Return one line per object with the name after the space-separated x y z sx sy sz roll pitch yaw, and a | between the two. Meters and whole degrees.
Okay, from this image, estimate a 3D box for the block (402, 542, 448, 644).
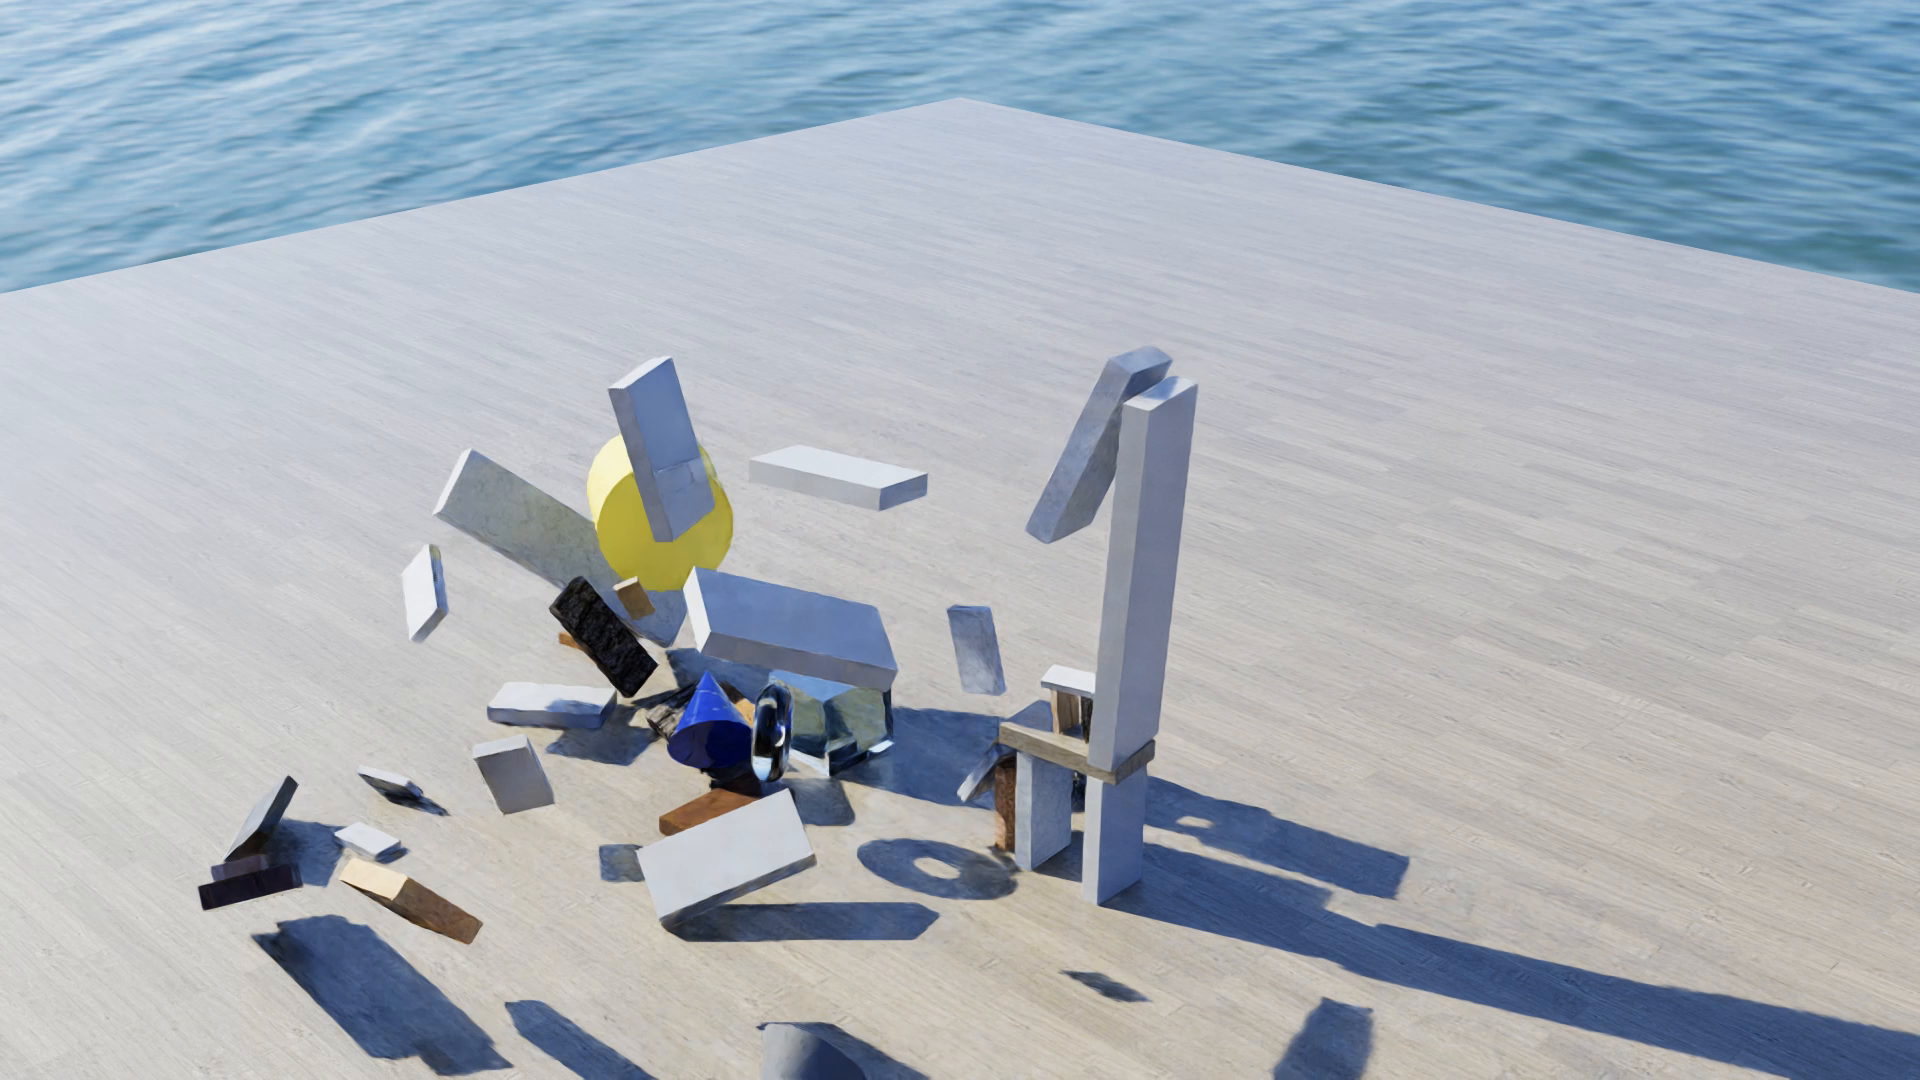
-1.167 0.115 4.794 0.030 0.105 0.211 26 29 -37 | block

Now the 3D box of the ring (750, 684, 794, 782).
-0.368 0.377 4.307 0.065 0.195 0.195 5 23 2 | ring

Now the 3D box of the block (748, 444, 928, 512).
-0.248 -0.128 4.456 0.329 0.047 0.165 13 19 31 | block

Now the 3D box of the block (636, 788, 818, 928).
-0.436 0.593 4.109 0.307 0.043 0.153 -22 54 -5 | block

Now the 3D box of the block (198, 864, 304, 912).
-1.262 0.619 3.923 0.153 0.043 0.320 -13 -5 -15 | block

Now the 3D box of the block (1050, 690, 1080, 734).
0.197 0.302 4.118 0.055 0.110 0.016 -24 32 -35 | block

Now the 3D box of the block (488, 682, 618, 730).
-0.899 0.365 4.855 0.254 0.036 0.127 3 23 8 | block

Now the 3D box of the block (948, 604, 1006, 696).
0.034 0.223 4.448 0.092 0.184 0.026 3 22 36 | block

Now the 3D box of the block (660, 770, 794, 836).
-0.467 0.546 4.429 0.127 0.036 0.254 18 29 37 | block

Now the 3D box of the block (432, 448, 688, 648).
-0.892 0.025 5.024 0.633 0.165 0.047 33 -27 -27 | block

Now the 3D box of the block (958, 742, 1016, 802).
0.069 0.447 4.343 0.091 0.183 0.026 -20 66 -38 | block

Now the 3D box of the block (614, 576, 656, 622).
-0.594 0.108 4.019 0.045 0.090 0.013 -23 46 -2 | block

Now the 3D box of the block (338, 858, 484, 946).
-0.932 0.610 3.720 0.307 0.153 0.043 -2 54 58 | block

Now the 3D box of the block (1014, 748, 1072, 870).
0.163 0.493 4.258 0.038 0.266 0.133 17 28 35 | block

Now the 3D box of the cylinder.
-0.652 -0.072 4.767 0.287 0.287 0.287 -5 20 -12 | cylinder

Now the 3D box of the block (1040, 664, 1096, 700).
0.210 0.262 4.058 0.110 0.016 0.055 11 35 26 | block

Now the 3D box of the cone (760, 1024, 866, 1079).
-0.277 0.909 3.508 0.193 0.193 0.193 13 53 28 | cone

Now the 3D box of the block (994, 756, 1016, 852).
0.110 0.512 4.320 0.026 0.183 0.091 21 31 41 | block

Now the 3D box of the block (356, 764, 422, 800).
-1.170 0.496 4.509 0.127 0.063 0.018 12 62 24 | block

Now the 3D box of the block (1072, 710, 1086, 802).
0.238 0.441 4.557 0.129 0.129 0.129 19 30 38 | block

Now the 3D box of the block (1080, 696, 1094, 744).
0.248 0.319 4.079 0.016 0.110 0.055 19 39 34 | block

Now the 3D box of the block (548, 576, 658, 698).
-0.791 0.217 4.886 0.030 0.273 0.105 -18 27 44 | block

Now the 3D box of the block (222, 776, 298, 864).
-1.375 0.556 4.331 0.105 0.030 0.211 -41 18 15 | block

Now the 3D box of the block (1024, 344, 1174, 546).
0.246 -0.169 3.897 0.051 0.357 0.179 34 26 18 | block

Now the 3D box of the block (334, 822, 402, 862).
-1.169 0.594 4.337 0.127 0.018 0.063 16 28 33 | block

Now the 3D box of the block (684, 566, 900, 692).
-0.294 0.156 3.824 0.357 0.051 0.179 14 32 -27 | block

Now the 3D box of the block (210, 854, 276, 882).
-1.273 0.586 3.921 0.092 0.026 0.402 -13 -5 -17 | block

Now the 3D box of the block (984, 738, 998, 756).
0.066 0.420 4.378 0.013 0.090 0.045 37 37 10 | block

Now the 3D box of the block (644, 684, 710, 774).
-0.563 0.401 4.717 0.127 0.036 0.254 -33 35 -20 | block

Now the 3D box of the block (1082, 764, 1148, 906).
0.291 0.542 4.141 0.038 0.266 0.133 21 31 39 | block

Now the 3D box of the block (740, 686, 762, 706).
-0.430 0.380 4.828 0.099 0.028 0.199 -19 30 -38 | block

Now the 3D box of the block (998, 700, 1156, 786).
0.219 0.378 4.136 0.265 0.038 0.133 18 29 33 | block

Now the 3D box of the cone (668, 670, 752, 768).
-0.520 0.346 4.574 0.187 0.187 0.187 -4 54 -9 | cone

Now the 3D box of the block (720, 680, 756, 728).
-0.499 0.382 4.776 0.099 0.028 0.199 -32 36 -19 | block

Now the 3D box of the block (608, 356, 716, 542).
-0.591 -0.181 4.378 0.047 0.329 0.165 -2 24 29 | block

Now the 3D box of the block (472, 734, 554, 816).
-0.767 0.405 3.786 0.092 0.184 0.026 -12 51 -2 | block

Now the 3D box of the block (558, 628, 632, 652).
-0.847 0.210 5.230 0.099 0.028 0.199 15 27 32 | block

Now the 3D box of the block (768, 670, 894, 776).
-0.272 0.359 4.669 0.180 0.180 0.180 -24 33 -37 | block

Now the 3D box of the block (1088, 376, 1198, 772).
0.323 0.067 3.920 0.051 0.708 0.179 19 29 28 | block
